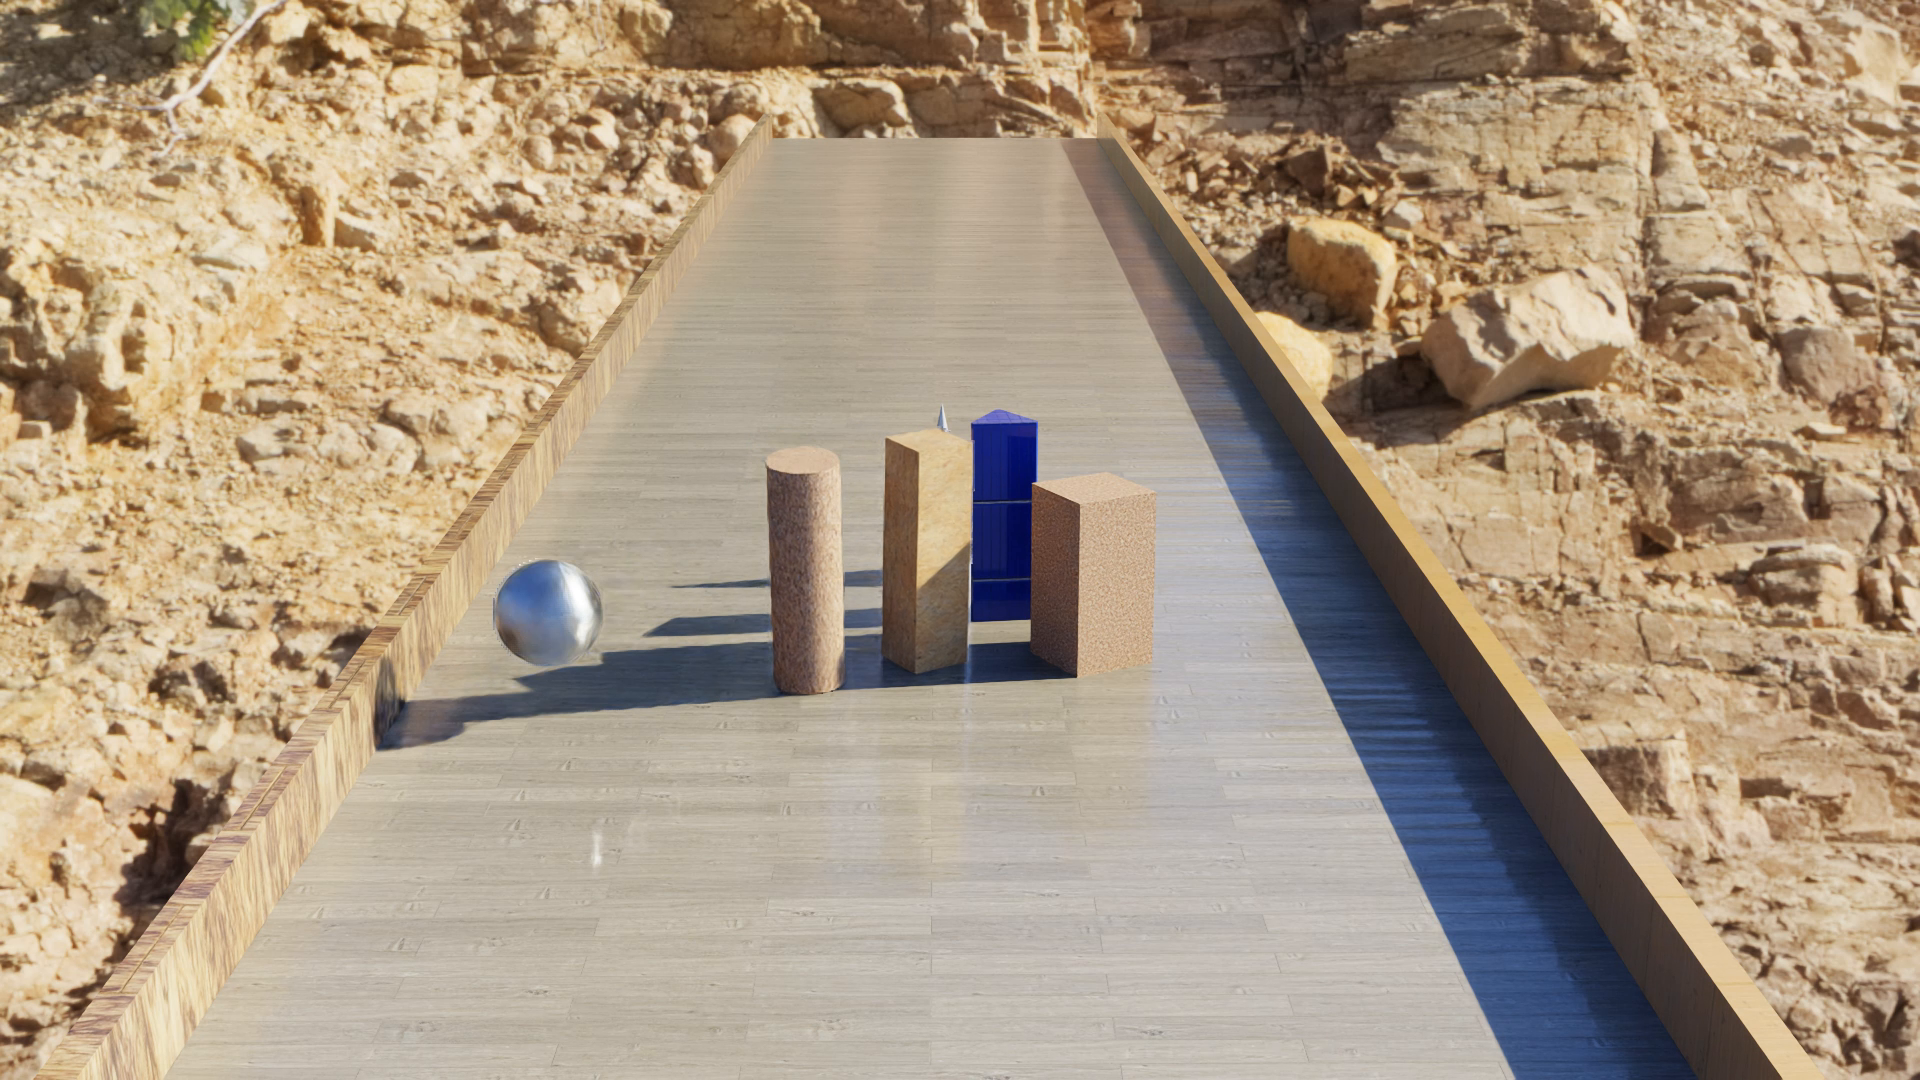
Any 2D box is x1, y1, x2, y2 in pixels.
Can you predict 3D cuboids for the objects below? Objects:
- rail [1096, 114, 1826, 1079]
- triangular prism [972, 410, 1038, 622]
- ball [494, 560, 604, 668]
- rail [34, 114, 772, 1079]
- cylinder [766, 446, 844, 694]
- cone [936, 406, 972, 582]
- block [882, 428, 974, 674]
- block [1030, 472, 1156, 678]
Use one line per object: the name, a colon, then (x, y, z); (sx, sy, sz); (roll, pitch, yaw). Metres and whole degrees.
rail: (0.932, -0.844, 7.801); (0.050, 0.150, 12.000); (0, 17, -1)
triangular prism: (0.086, -0.053, 4.652); (0.137, 0.430, 0.119); (-2, 17, -5)
ball: (-0.751, 0.134, 4.020); (0.196, 0.196, 0.196); (0, 17, 0)
rail: (-1.118, -0.838, 7.780); (0.050, 0.150, 12.000); (0, 17, -1)
cylinder: (-0.294, 0.061, 4.196); (0.137, 0.458, 0.137); (0, 24, 0)
cone: (-0.040, -0.112, 4.903); (0.165, 0.399, 0.165); (0, 17, 0)
block: (-0.066, 0.022, 4.342); (0.124, 0.456, 0.124); (-11, 22, -32)
block: (0.264, 0.067, 4.381); (0.177, 0.354, 0.177); (-9, 19, -28)
